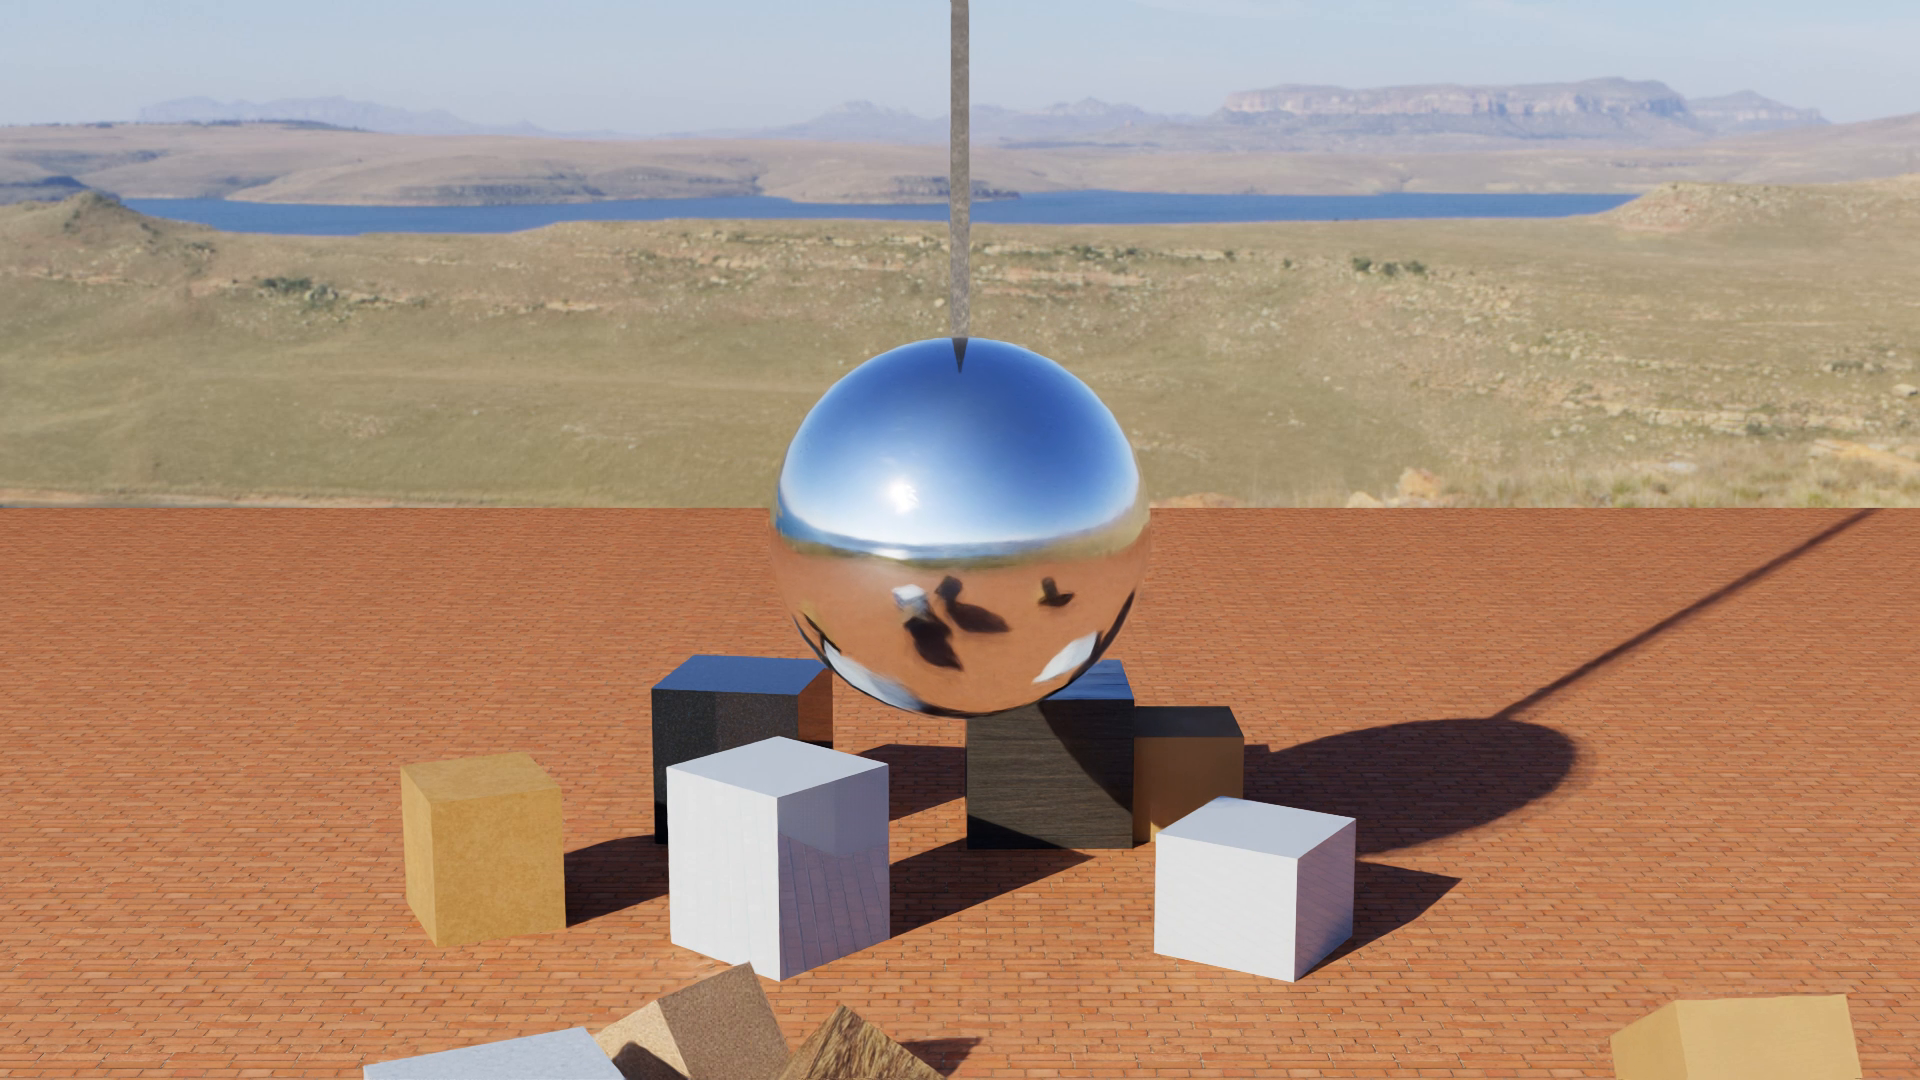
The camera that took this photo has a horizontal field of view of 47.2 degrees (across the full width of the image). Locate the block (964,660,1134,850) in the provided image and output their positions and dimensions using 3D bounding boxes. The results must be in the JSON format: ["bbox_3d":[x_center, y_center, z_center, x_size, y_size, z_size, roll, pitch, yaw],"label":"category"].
[{"bbox_3d":[0.445,1.095,11.382,0.830,0.774,0.851,0,10,-1],"label":"block"}]

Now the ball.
[{"bbox_3d":[0.000,-0.050,9.197,1.600,1.600,1.600,0,10,0],"label":"ball"}]

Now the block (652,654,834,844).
[{"bbox_3d":[-1.107,1.084,11.343,0.753,0.808,0.748,2,10,10],"label":"block"}]

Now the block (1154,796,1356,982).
[{"bbox_3d":[1.302,1.520,9.682,0.658,0.544,0.655,6,12,31],"label":"block"}]

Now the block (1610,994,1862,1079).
[{"bbox_3d":[2.536,1.841,7.151,0.562,0.585,0.602,-1,-23,-5],"label":"block"}]

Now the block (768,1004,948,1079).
[{"bbox_3d":[-0.379,1.871,6.099,0.600,0.737,0.675,36,38,-5],"label":"block"}]

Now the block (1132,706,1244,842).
[{"bbox_3d":[1.146,1.205,11.410,0.566,0.547,0.620,0,10,0],"label":"block"}]

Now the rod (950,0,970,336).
[{"bbox_3d":[0.000,-3.412,9.704,0.080,5.200,0.080,0,-9,0],"label":"rod"}]

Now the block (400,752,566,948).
[{"bbox_3d":[-2.181,1.397,10.040,0.580,0.659,0.658,-5,11,-25],"label":"block"}]

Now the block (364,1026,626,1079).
[{"bbox_3d":[-1.392,2.000,6.801,0.713,0.631,0.763,-5,11,-26],"label":"block"}]

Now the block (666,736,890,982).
[{"bbox_3d":[-0.797,1.384,9.699,0.695,0.807,0.676,9,14,41],"label":"block"}]

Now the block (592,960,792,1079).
[{"bbox_3d":[-0.923,1.828,7.575,0.478,0.508,0.464,-33,-13,35],"label":"block"}]
